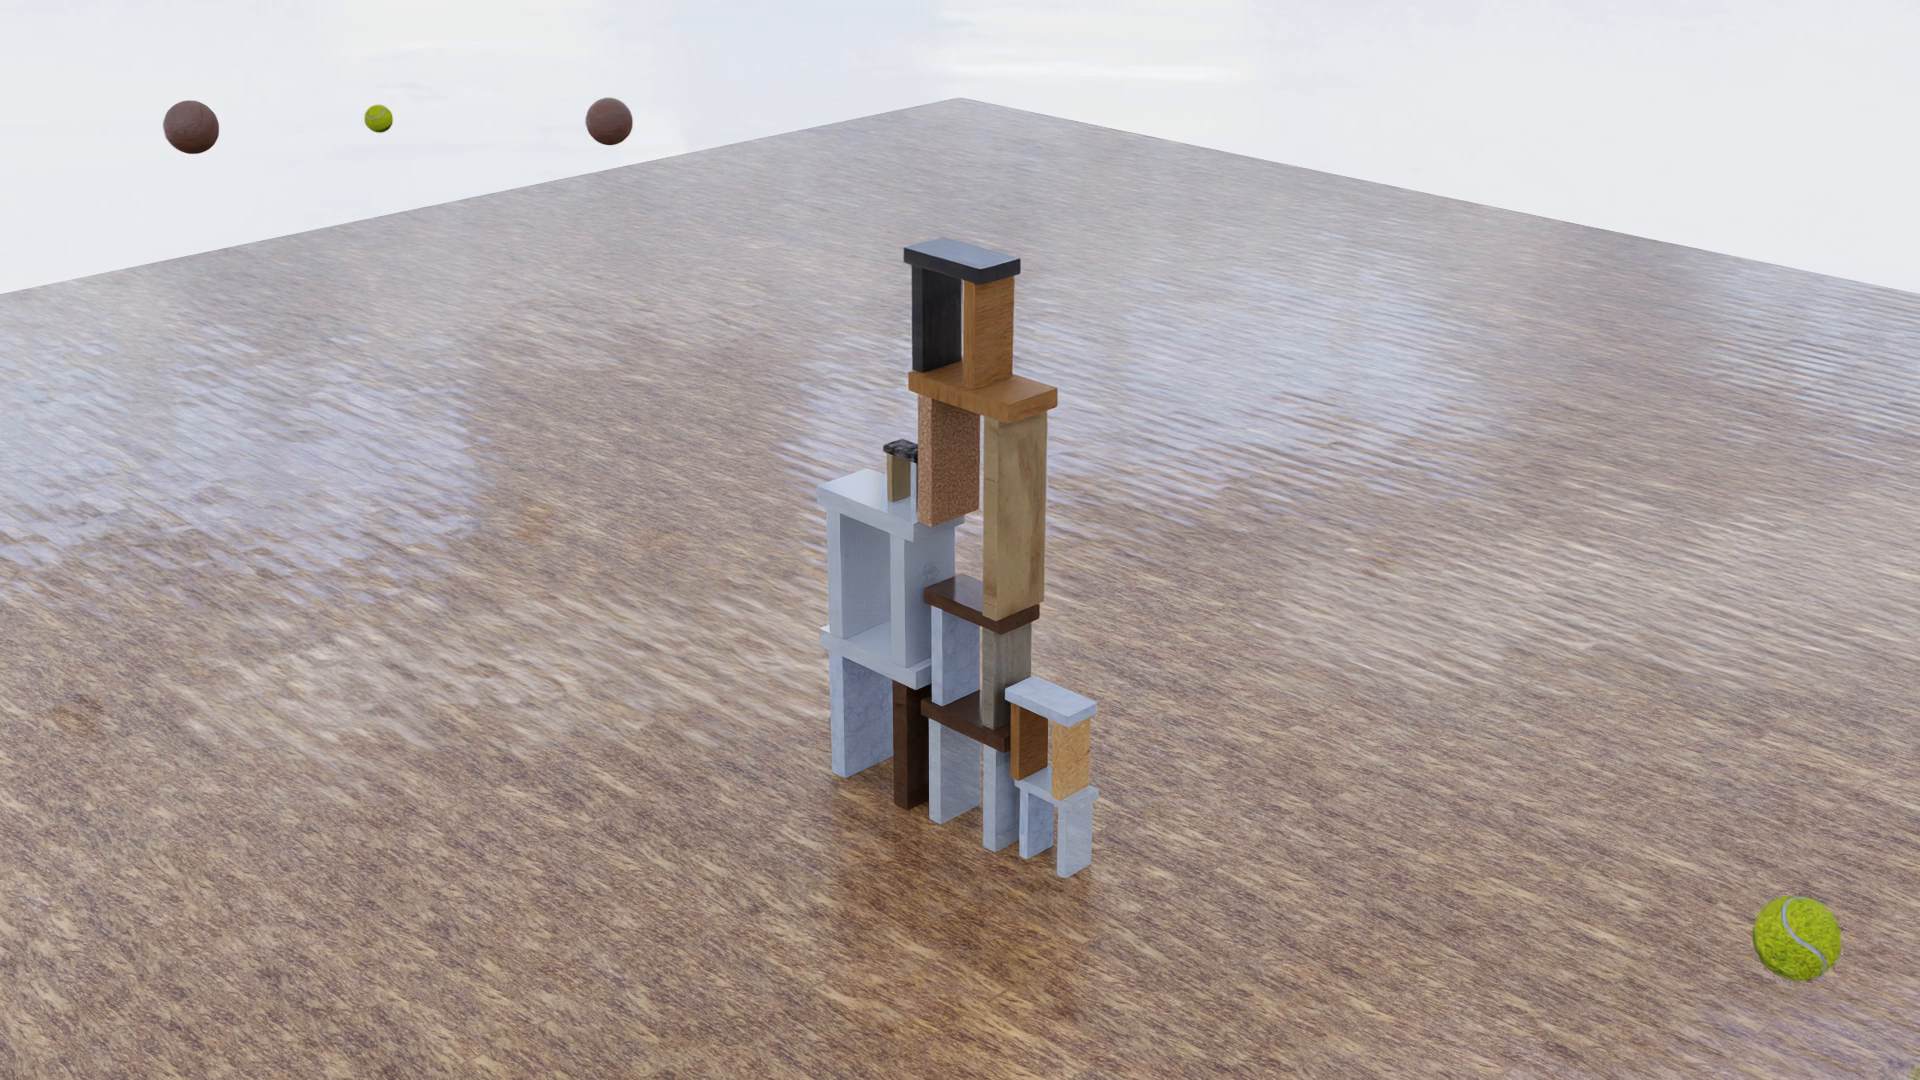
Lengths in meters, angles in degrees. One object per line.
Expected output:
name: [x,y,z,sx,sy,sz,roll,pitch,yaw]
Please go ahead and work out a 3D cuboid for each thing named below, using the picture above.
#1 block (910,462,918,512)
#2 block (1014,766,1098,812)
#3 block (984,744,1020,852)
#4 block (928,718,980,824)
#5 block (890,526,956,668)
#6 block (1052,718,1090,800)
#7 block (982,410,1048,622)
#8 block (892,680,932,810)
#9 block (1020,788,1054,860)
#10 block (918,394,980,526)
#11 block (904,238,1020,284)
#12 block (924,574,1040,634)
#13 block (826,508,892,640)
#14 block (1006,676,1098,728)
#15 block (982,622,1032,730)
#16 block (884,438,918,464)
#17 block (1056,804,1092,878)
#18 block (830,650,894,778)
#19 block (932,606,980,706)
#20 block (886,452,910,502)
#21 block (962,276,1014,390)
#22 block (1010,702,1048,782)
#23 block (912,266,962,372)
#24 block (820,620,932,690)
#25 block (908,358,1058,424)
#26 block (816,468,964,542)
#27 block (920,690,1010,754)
block: [-0.072,-0.109,4.252,0.050,0.100,0.014,-21,31,-41]
block: [0.185,0.476,4.227,0.150,0.021,0.075,21,31,41]
block: [0.098,0.488,4.319,0.032,0.229,0.114,21,31,41]
block: [-0.010,0.446,4.418,0.032,0.229,0.114,21,31,41]
block: [-0.072,0.101,4.340,0.039,0.277,0.139,21,31,41]
block: [0.210,0.405,4.161,0.023,0.162,0.081,21,31,41]
block: [0.102,-0.054,4.099,0.130,0.400,0.037,-21,31,-40]
block: [-0.070,0.394,4.469,0.040,0.283,0.142,21,31,41]
block: [0.150,0.541,4.293,0.021,0.150,0.075,21,31,41]
block: [-0.021,-0.167,4.183,0.130,0.259,0.037,-21,31,-41]
block: [0.003,-0.510,4.009,0.101,0.029,0.202,-21,31,-39]
block: [0.041,0.122,4.233,0.209,0.030,0.104,21,31,40]
block: [-0.203,0.050,4.460,0.039,0.277,0.139,21,31,41]
block: [0.172,0.304,4.160,0.162,0.023,0.081,21,31,41]
block: [0.090,0.251,4.234,0.030,0.209,0.104,21,31,41]
block: [-0.095,-0.171,4.251,0.100,0.014,0.050,21,31,41]
block: [0.221,0.569,4.228,0.021,0.150,0.075,21,31,41]
block: [-0.204,0.342,4.592,0.040,0.283,0.142,21,31,41]
block: [-0.008,0.213,4.324,0.030,0.209,0.104,21,31,41]
block: [-0.119,-0.128,4.295,0.050,0.100,0.014,-21,31,-41]
block: [0.052,-0.385,4.011,0.029,0.202,0.101,22,31,40]
block: [0.134,0.375,4.231,0.023,0.162,0.081,21,31,41]
block: [-0.043,-0.422,4.100,0.101,0.202,0.029,-21,31,-40]
block: [-0.137,0.219,4.467,0.283,0.040,0.142,21,31,41]
block: [0.041,-0.279,4.069,0.130,0.037,0.259,-21,31,-41]
block: [-0.138,-0.070,4.338,0.277,0.039,0.139,21,31,41]
block: [0.044,0.347,4.317,0.229,0.032,0.114,21,31,41]
